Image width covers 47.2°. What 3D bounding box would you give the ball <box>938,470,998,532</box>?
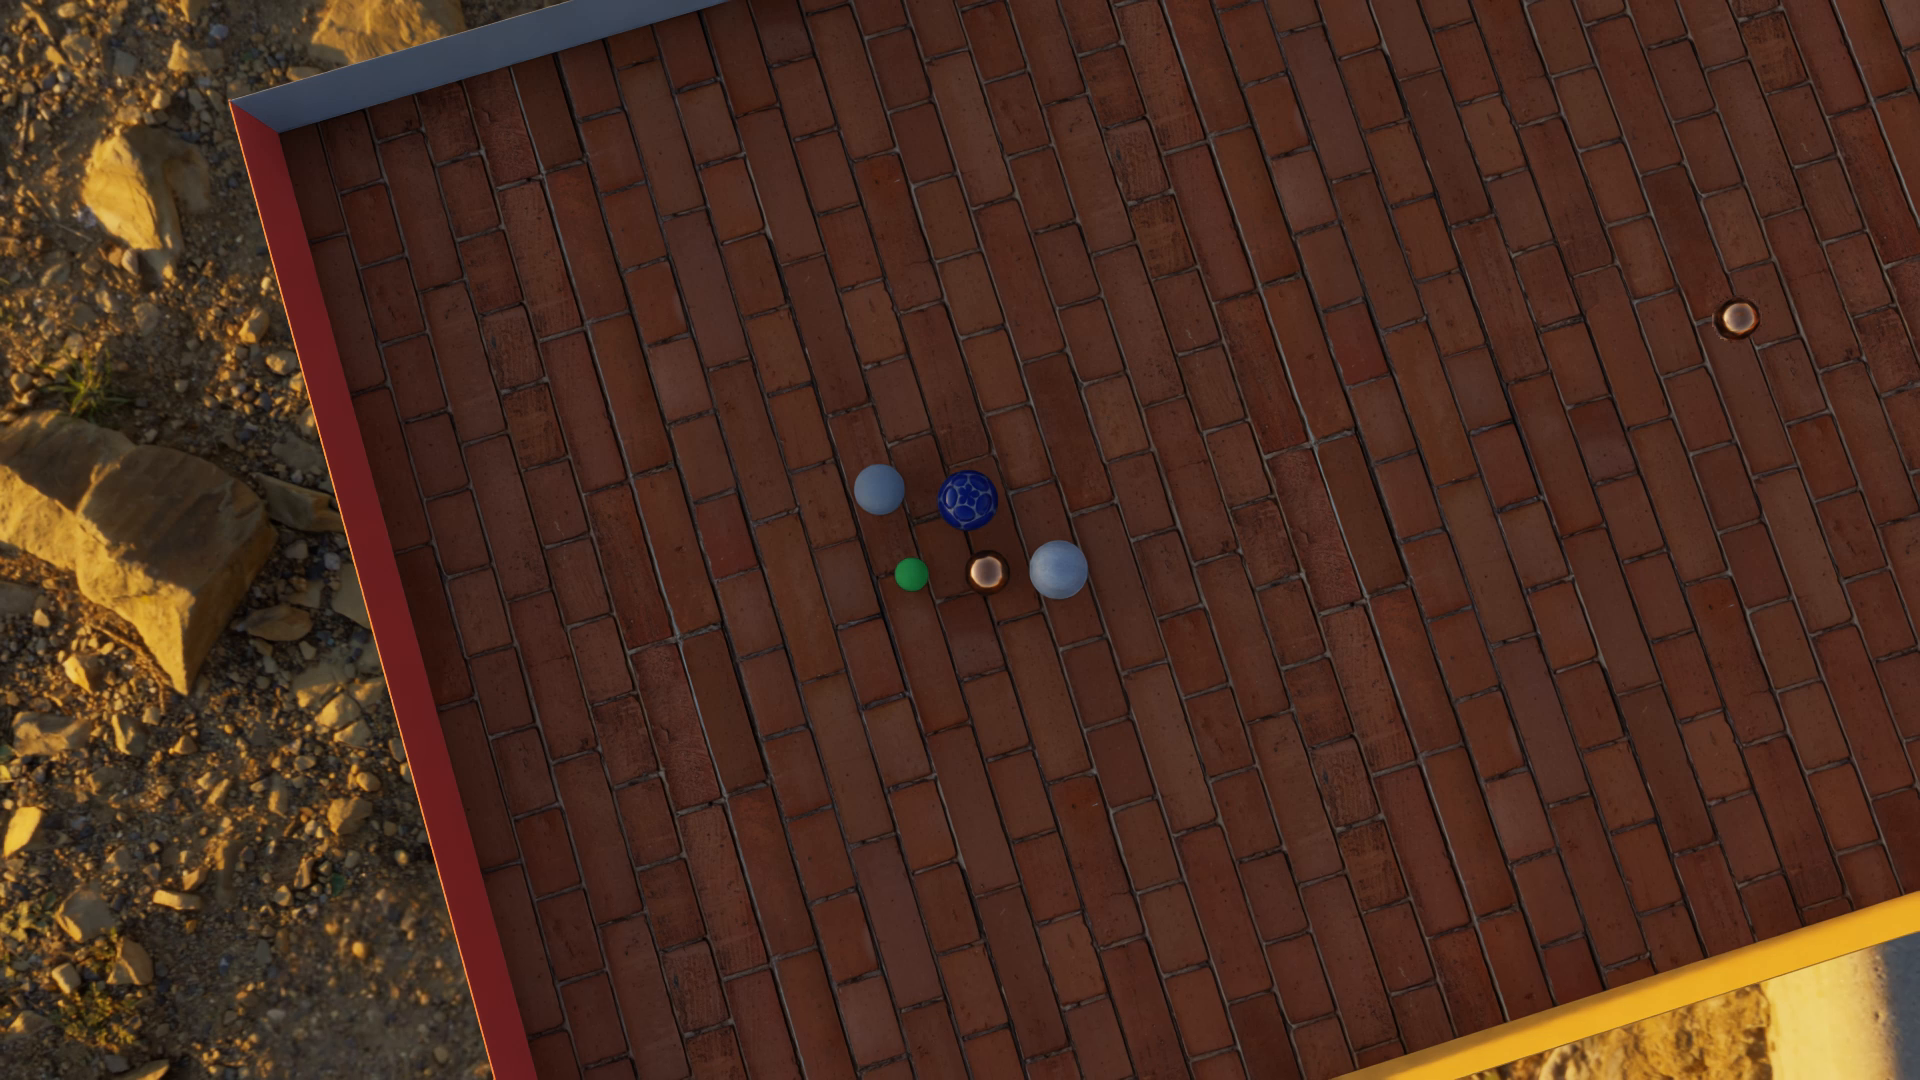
[{"bbox_3d":[0.012,-0.059,3.268,0.091,0.091,0.091,0,81,0],"label":"ball"}]

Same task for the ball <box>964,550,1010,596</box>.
[{"bbox_3d":[0.041,0.049,3.263,0.069,0.069,0.069,0,81,0],"label":"ball"}]

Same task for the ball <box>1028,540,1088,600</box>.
[{"bbox_3d":[0.146,0.044,3.254,0.088,0.088,0.088,0,81,0],"label":"ball"}]

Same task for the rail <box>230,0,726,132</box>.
[{"bbox_3d":[0.540,-1.124,3.413,3.405,0.119,0.045,-17,82,-3],"label":"rail"}]

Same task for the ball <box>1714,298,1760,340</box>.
[{"bbox_3d":[1.175,-0.333,3.323,0.065,0.065,0.065,0,81,0],"label":"ball"}]

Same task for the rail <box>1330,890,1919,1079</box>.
[{"bbox_3d":[1.086,0.619,3.152,3.405,0.119,0.045,-17,82,-3],"label":"rail"}]

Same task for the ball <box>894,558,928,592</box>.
[{"bbox_3d":[-0.072,0.051,3.272,0.051,0.051,0.051,0,81,0],"label":"ball"}]

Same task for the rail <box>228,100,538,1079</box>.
[{"bbox_3d":[-0.790,0.239,3.209,0.045,0.119,1.893,-17,82,-3],"label":"rail"}]

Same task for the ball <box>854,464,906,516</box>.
[{"bbox_3d":[-0.120,-0.075,3.278,0.077,0.077,0.077,0,81,0],"label":"ball"}]
